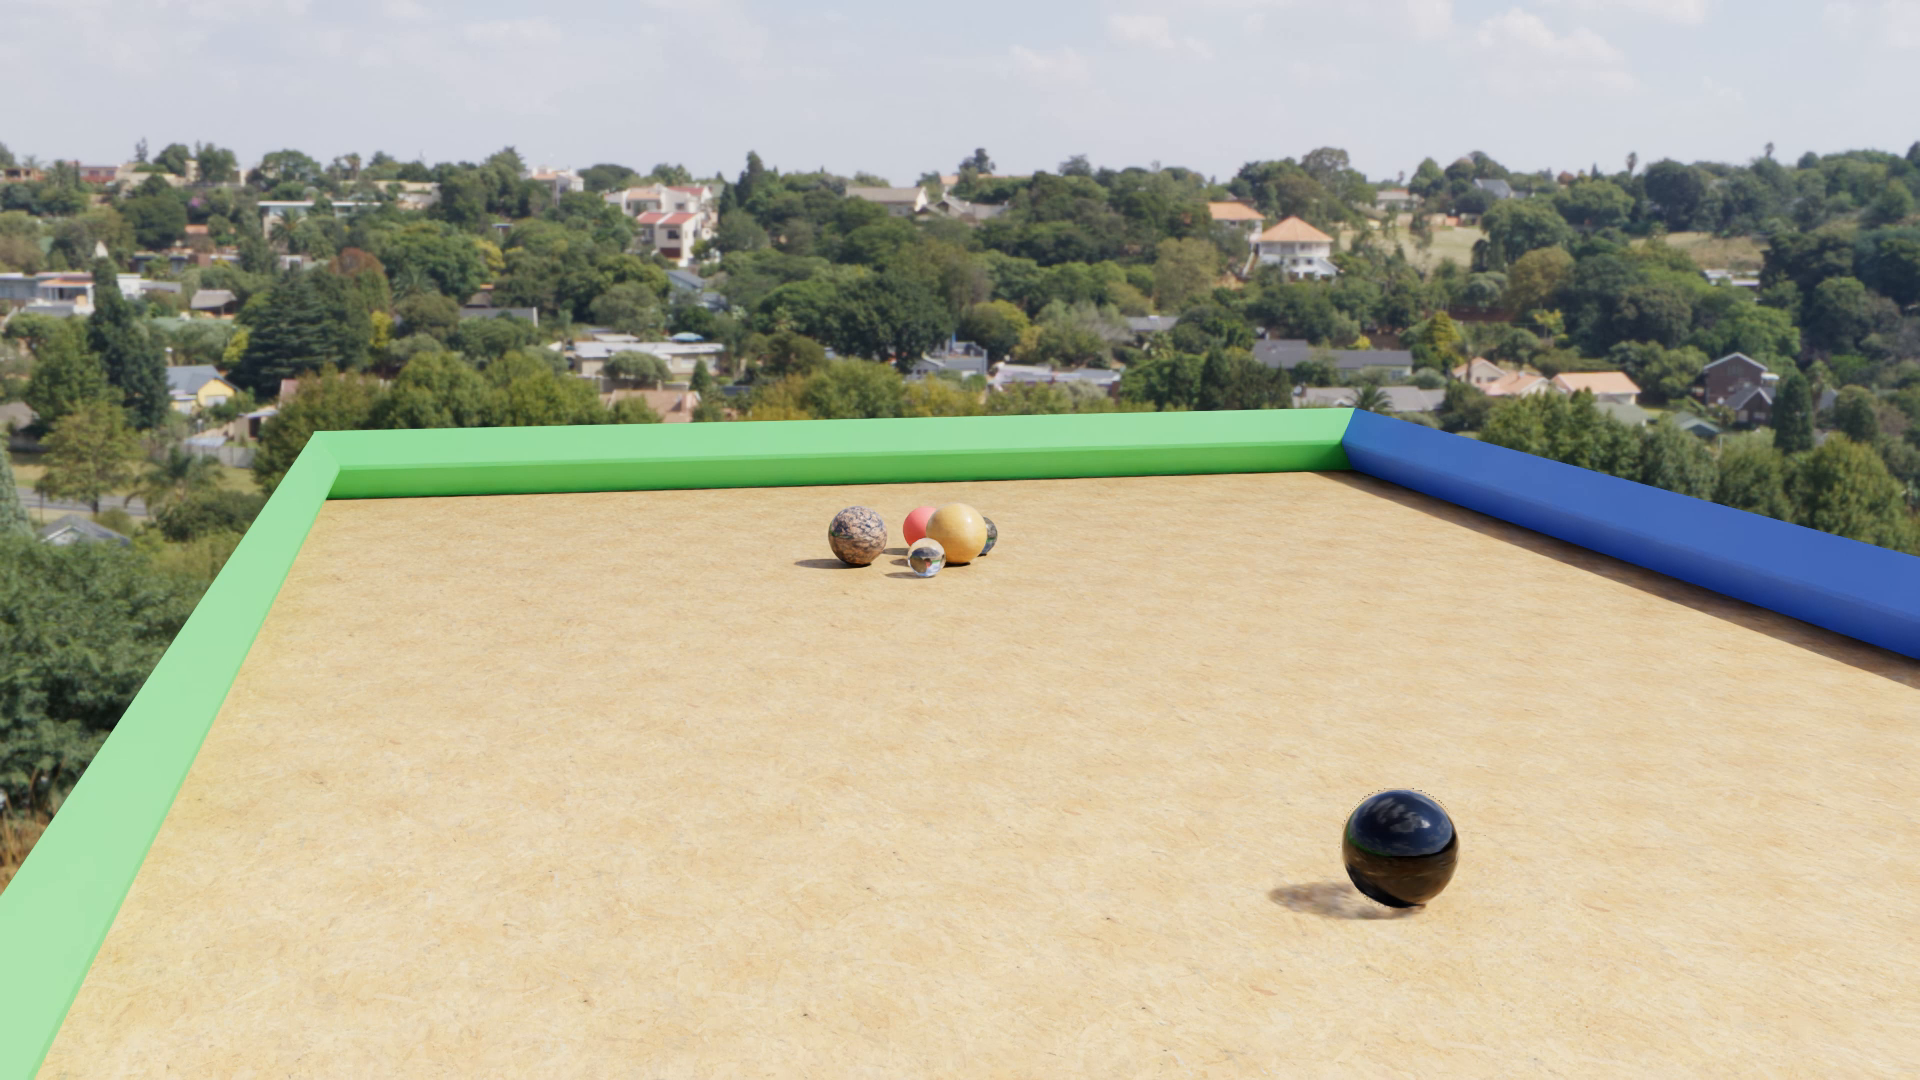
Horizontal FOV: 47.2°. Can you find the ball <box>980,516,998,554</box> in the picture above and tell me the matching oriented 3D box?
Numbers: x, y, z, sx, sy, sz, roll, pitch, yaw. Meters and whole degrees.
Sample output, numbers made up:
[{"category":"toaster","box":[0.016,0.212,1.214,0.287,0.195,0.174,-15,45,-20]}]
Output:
[{"category":"ball","box":[0.028,-0.007,3.407,0.061,0.061,0.061,0,9,0]}]

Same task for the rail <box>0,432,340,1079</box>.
[{"category":"rail","box":[-0.767,0.154,2.234,0.045,0.122,3.654,-2,10,-12]}]

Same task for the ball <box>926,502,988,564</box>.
[{"category":"ball","box":[-0.006,-0.010,3.322,0.094,0.094,0.094,0,9,0]}]

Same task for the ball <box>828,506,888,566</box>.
[{"category":"ball","box":[-0.154,-0.007,3.314,0.090,0.090,0.090,0,9,0]}]

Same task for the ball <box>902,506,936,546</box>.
[{"category":"ball","box":[-0.053,-0.016,3.426,0.072,0.072,0.072,0,9,0]}]

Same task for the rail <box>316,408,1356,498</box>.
[{"category":"rail","box":[-0.185,-0.166,4.175,2.004,0.122,0.045,-2,10,-12]}]

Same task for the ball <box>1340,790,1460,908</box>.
[{"category":"ball","box":[0.352,0.247,1.761,0.094,0.094,0.094,0,9,0]}]

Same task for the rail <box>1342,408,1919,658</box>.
[{"category":"rail","box":[1.147,0.088,2.635,0.045,0.122,3.654,-2,10,-12]}]

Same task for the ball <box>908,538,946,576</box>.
[{"category":"ball","box":[-0.049,0.025,3.222,0.057,0.057,0.057,0,9,0]}]
